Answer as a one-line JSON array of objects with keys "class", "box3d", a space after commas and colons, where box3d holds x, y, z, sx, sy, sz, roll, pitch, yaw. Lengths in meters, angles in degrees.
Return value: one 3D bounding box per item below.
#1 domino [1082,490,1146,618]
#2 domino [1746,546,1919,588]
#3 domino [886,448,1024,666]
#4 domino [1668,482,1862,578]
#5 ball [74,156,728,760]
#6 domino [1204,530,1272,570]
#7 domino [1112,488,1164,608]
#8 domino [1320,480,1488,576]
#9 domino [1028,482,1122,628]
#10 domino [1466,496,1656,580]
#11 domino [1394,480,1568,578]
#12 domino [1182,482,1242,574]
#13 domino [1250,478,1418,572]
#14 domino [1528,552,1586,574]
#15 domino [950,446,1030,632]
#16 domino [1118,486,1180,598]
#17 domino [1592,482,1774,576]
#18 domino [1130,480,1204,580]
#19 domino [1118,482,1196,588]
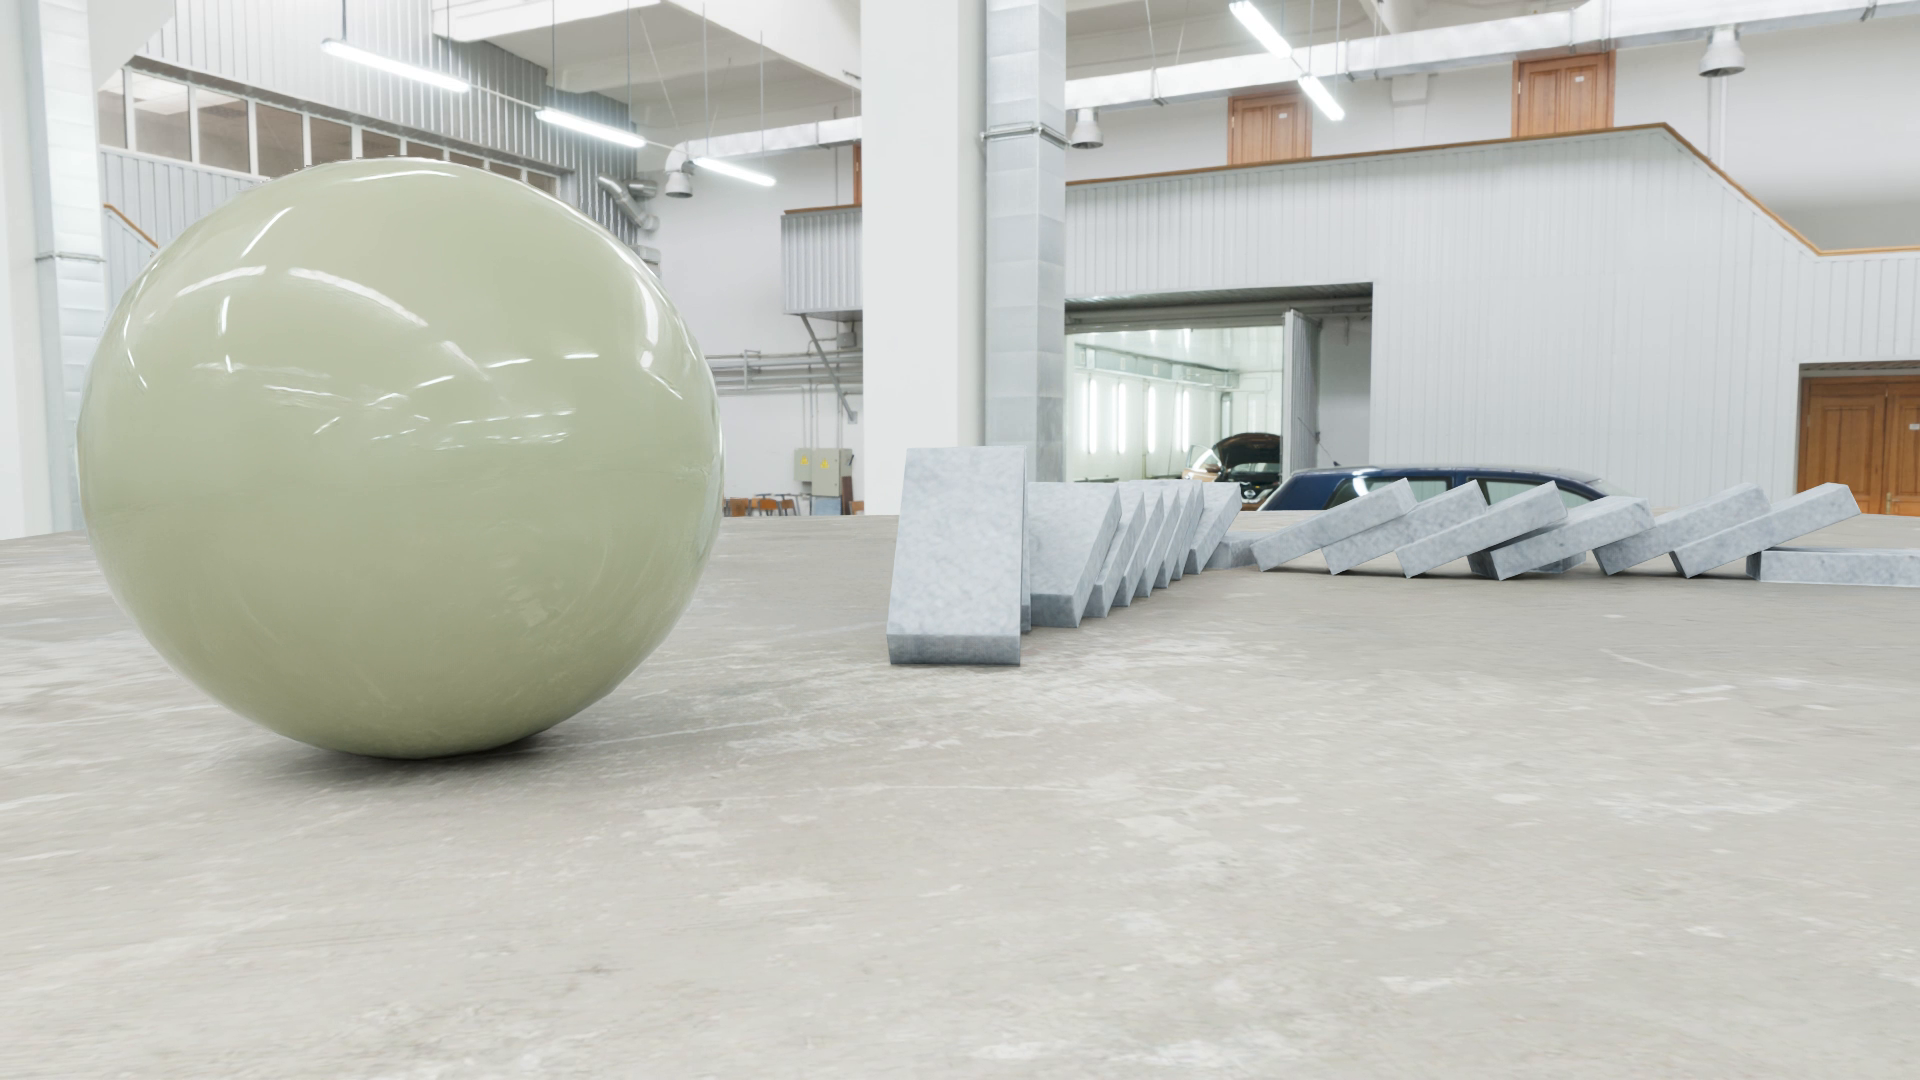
[{"class": "domino", "box3d": [0.031, 0.003, 0.336, 0.025, 0.009, 0.050, 2, 29, 20]}, {"class": "domino", "box3d": [0.275, 0.008, 0.398, 0.050, 0.010, 0.025, 2, 5, 22]}, {"class": "domino", "box3d": [0.000, 0.002, 0.260, 0.025, 0.010, 0.050, 0, 48, 4]}, {"class": "domino", "box3d": [0.253, -0.003, 0.407, 0.050, 0.009, 0.025, -26, -6, 22]}, {"class": "ball", "box3d": [-0.072, -0.011, 0.175, 0.080, 0.080, 0.080, 0, 4, 0]}, {"class": "domino", "box3d": [0.096, 0.003, 0.462, 0.025, 0.010, 0.050, 3, 5, 37]}, {"class": "domino", "box3d": [0.040, 0.001, 0.357, 0.025, 0.009, 0.050, 2, 29, 20]}, {"class": "domino", "box3d": [0.144, -0.004, 0.417, 0.050, 0.009, 0.025, -25, -3, 25]}, {"class": "domino", "box3d": [0.022, 0.003, 0.318, 0.025, 0.009, 0.050, 2, 33, 20]}, {"class": "domino", "box3d": [0.191, -0.001, 0.410, 0.050, 0.009, 0.025, -19, 3, 4]}, {"class": "domino", "box3d": [0.165, -0.003, 0.407, 0.050, 0.010, 0.025, -25, -3, 25]}, {"class": "domino", "box3d": [0.077, -0.005, 0.441, 0.025, 0.010, 0.050, 2, 29, 29]}, {"class": "domino", "box3d": [0.124, -0.005, 0.425, 0.050, 0.010, 0.025, -25, -3, 30]}, {"class": "domino", "box3d": [0.202, 0.004, 0.449, 0.025, 0.009, 0.050, 3, 5, 34]}, {"class": "domino", "box3d": [0.004, -0.001, 0.301, 0.025, 0.009, 0.050, -1, 48, 3]}, {"class": "domino", "box3d": [0.048, -0.001, 0.378, 0.025, 0.009, 0.050, 2, 29, 21]}, {"class": "domino", "box3d": [0.233, -0.004, 0.416, 0.050, 0.009, 0.025, -25, -6, 21]}, {"class": "domino", "box3d": [0.064, -0.004, 0.422, 0.025, 0.009, 0.050, 0, 30, 20]}, {"class": "domino", "box3d": [0.056, -0.002, 0.400, 0.025, 0.010, 0.050, 2, 30, 20]}]
